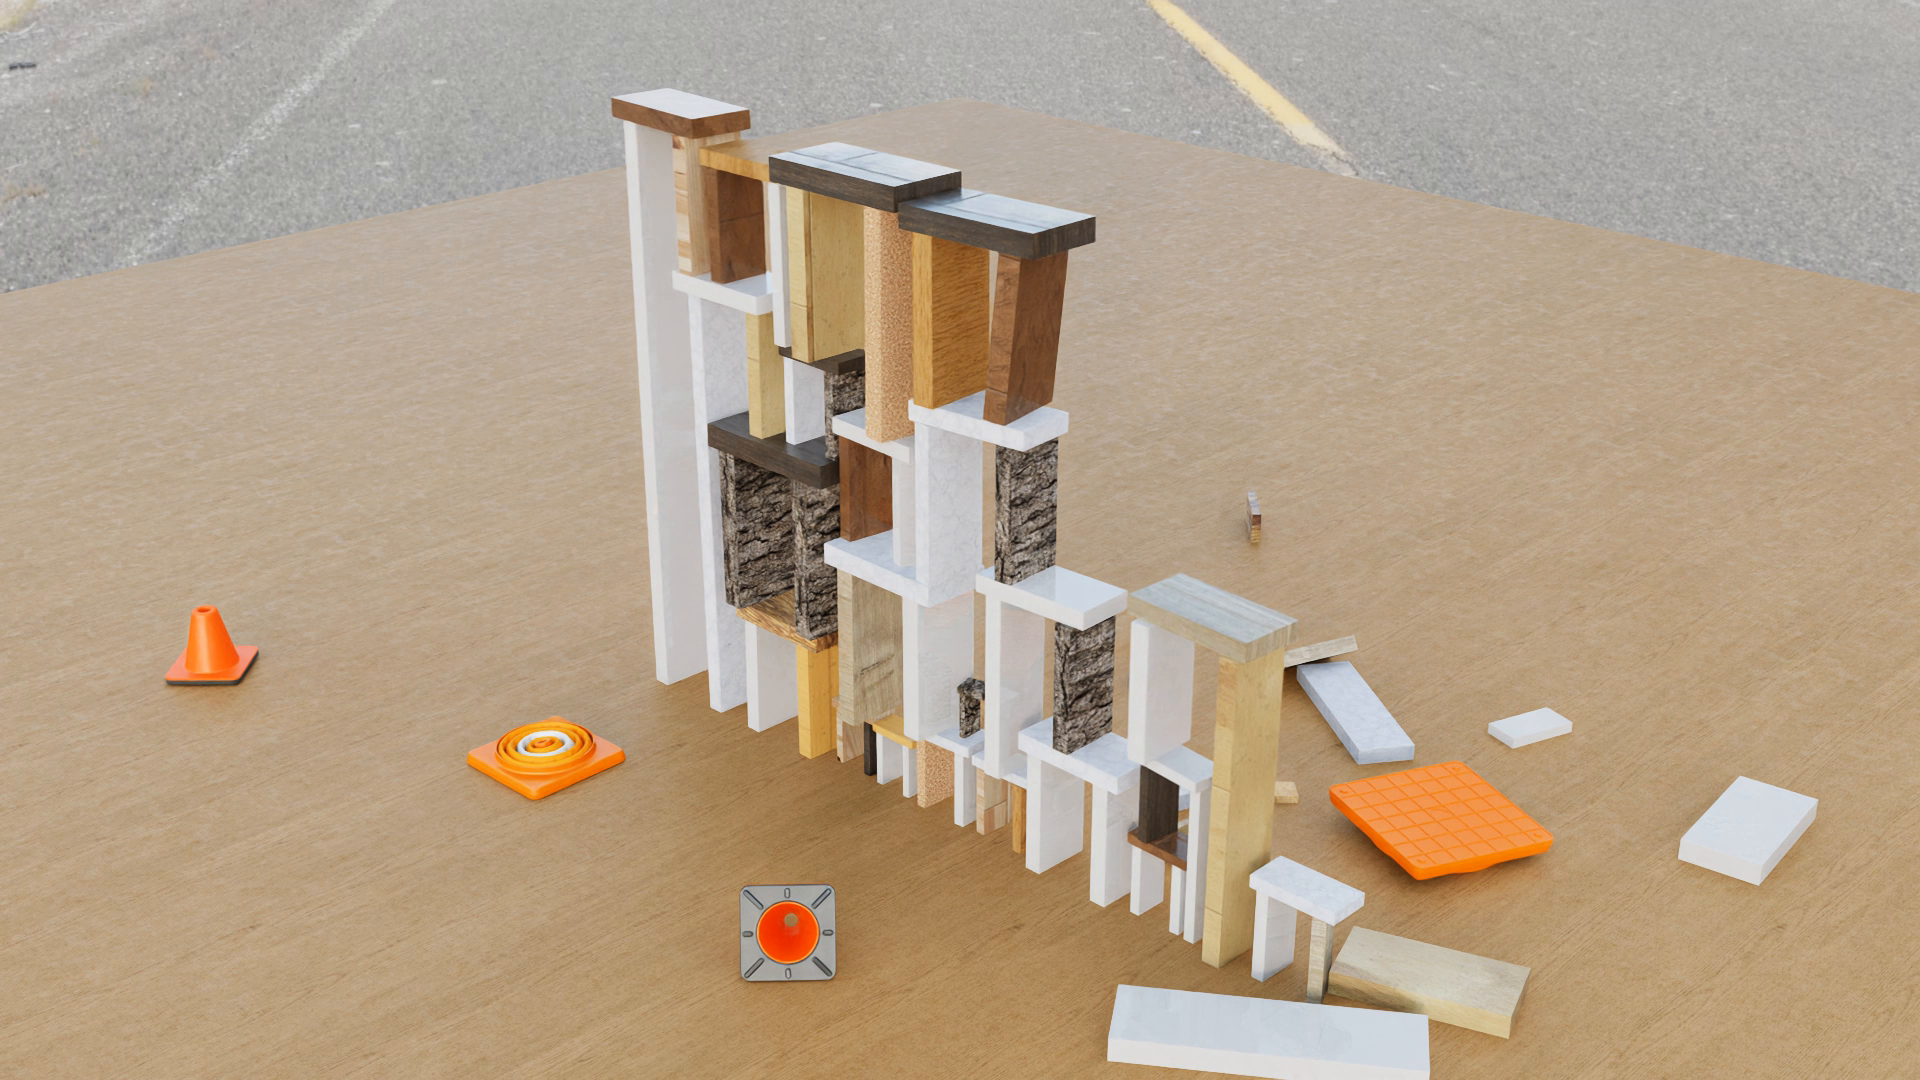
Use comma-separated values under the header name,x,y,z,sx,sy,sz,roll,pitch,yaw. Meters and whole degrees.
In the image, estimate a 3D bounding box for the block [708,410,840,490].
name,x,y,z,sx,sy,sz,roll,pitch,yaw
block,-0.339,-0.194,4.511,0.348,0.049,0.174,21,31,40

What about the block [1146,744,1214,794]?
name,x,y,z,sx,sy,sz,roll,pitch,yaw
block,0.397,0.405,3.956,0.079,0.022,0.157,-17,28,-35

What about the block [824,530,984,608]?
name,x,y,z,sx,sy,sz,roll,pitch,yaw
block,-0.112,0.047,4.354,0.151,0.043,0.302,-21,31,-40

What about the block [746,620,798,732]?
name,x,y,z,sx,sy,sz,roll,pitch,yaw
block,-0.402,0.277,4.778,0.036,0.257,0.129,22,32,40

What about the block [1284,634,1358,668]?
name,x,y,z,sx,sy,sz,roll,pitch,yaw
block,0.768,0.267,5.009,0.247,0.035,0.123,-11,-7,-25

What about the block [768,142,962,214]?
name,x,y,z,sx,sy,sz,roll,pitch,yaw
block,-0.180,-0.683,4.124,0.345,0.049,0.172,21,31,40

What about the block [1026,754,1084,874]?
name,x,y,z,sx,sy,sz,roll,pitch,yaw
block,0.184,0.507,4.245,0.125,0.250,0.035,-21,31,-41

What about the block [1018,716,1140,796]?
name,x,y,z,sx,sy,sz,roll,pitch,yaw
block,0.243,0.398,4.136,0.125,0.035,0.250,-21,31,-40

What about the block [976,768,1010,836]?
name,x,y,z,sx,sy,sz,roll,pitch,yaw
block,0.067,0.508,4.377,0.072,0.145,0.021,-20,30,-40

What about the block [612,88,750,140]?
name,x,y,z,sx,sy,sz,roll,pitch,yaw
block,-0.569,-0.869,4.475,0.142,0.040,0.284,-19,30,-38

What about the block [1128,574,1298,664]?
name,x,y,z,sx,sy,sz,roll,pitch,yaw
block,0.438,0.134,3.821,0.136,0.039,0.272,-20,30,-38

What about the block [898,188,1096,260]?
name,x,y,z,sx,sy,sz,roll,pitch,yaw
block,0.063,-0.564,3.909,0.328,0.046,0.164,20,30,40

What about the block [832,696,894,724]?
name,x,y,z,sx,sy,sz,roll,pitch,yaw
block,-0.202,0.349,4.595,0.125,0.018,0.063,21,31,40

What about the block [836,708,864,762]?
name,x,y,z,sx,sy,sz,roll,pitch,yaw
block,-0.231,0.403,4.652,0.018,0.125,0.063,21,31,40

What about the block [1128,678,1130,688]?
name,x,y,z,sx,sy,sz,roll,pitch,yaw
block,0.448,0.302,5.021,0.081,0.023,0.163,9,25,21

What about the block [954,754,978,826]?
name,x,y,z,sx,sy,sz,roll,pitch,yaw
block,0.024,0.487,4.409,0.023,0.159,0.080,19,30,38

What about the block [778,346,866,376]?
name,x,y,z,sx,sy,sz,roll,pitch,yaw
block,-0.267,-0.369,4.365,0.090,0.026,0.181,-21,31,-40

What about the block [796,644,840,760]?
name,x,y,z,sx,sy,sz,roll,pitch,yaw
block,-0.283,0.324,4.668,0.129,0.257,0.036,-21,31,-40

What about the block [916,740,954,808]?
name,x,y,z,sx,sy,sz,roll,pitch,yaw
block,-0.050,0.459,4.476,0.080,0.159,0.023,-21,30,-40

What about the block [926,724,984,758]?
name,x,y,z,sx,sy,sz,roll,pitch,yaw
block,-0.017,0.388,4.409,0.159,0.023,0.080,19,30,38

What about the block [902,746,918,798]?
name,x,y,z,sx,sy,sz,roll,pitch,yaw
block,-0.090,0.465,4.514,0.017,0.117,0.058,21,31,41

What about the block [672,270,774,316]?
name,x,y,z,sx,sy,sz,roll,pitch,yaw
block,-0.447,-0.516,4.470,0.134,0.038,0.268,-21,31,-40

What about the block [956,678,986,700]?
name,x,y,z,sx,sy,sz,roll,pitch,yaw
block,0.048,0.297,4.328,0.097,0.014,0.049,13,26,29

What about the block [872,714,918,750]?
name,x,y,z,sx,sy,sz,roll,pitch,yaw
block,-0.118,0.393,4.513,0.117,0.017,0.058,21,31,41

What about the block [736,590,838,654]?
name,x,y,z,sx,sy,sz,roll,pitch,yaw
block,-0.343,0.164,4.667,0.129,0.036,0.257,-21,31,-40

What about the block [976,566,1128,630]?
name,x,y,z,sx,sy,sz,roll,pitch,yaw
block,0.170,0.095,4.094,0.259,0.037,0.130,19,29,38

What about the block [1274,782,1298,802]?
name,x,y,z,sx,sy,sz,roll,pitch,yaw
block,0.632,0.518,4.518,0.116,0.016,0.058,0,23,0

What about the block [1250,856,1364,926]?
name,x,y,z,sx,sy,sz,roll,pitch,yaw
block,0.604,0.610,3.832,0.179,0.025,0.090,21,31,40

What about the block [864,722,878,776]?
name,x,y,z,sx,sy,sz,roll,pitch,yaw
block,-0.172,0.426,4.598,0.018,0.125,0.063,22,31,40

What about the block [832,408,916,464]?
name,x,y,z,sx,sy,sz,roll,pitch,yaw
block,-0.130,-0.208,4.269,0.115,0.033,0.230,-19,30,-38

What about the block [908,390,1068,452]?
name,x,y,z,sx,sy,sz,roll,pitch,yaw
block,0.052,-0.229,4.072,0.270,0.038,0.135,18,28,36

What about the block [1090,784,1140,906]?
name,x,y,z,sx,sy,sz,roll,pitch,yaw
block,0.302,0.553,4.137,0.035,0.250,0.125,21,31,41

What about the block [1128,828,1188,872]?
name,x,y,z,sx,sy,sz,roll,pitch,yaw
block,0.385,0.561,4.046,0.072,0.020,0.143,-21,31,-40

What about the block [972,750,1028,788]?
name,x,y,z,sx,sy,sz,roll,pitch,yaw
block,0.101,0.443,4.318,0.145,0.021,0.072,20,30,39

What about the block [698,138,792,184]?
name,x,y,z,sx,sy,sz,roll,pitch,yaw
block,-0.393,-0.745,4.322,0.233,0.033,0.117,21,31,40

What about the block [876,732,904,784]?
name,x,y,z,sx,sy,sz,roll,pitch,yaw
block,-0.145,0.444,4.565,0.017,0.117,0.059,21,31,41

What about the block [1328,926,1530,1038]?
name,x,y,z,sx,sy,sz,roll,pitch,yaw
block,0.826,0.776,3.874,0.319,0.045,0.159,10,25,23

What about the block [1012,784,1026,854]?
name,x,y,z,sx,sy,sz,roll,pitch,yaw
block,0.136,0.536,4.312,0.021,0.145,0.072,20,30,39
